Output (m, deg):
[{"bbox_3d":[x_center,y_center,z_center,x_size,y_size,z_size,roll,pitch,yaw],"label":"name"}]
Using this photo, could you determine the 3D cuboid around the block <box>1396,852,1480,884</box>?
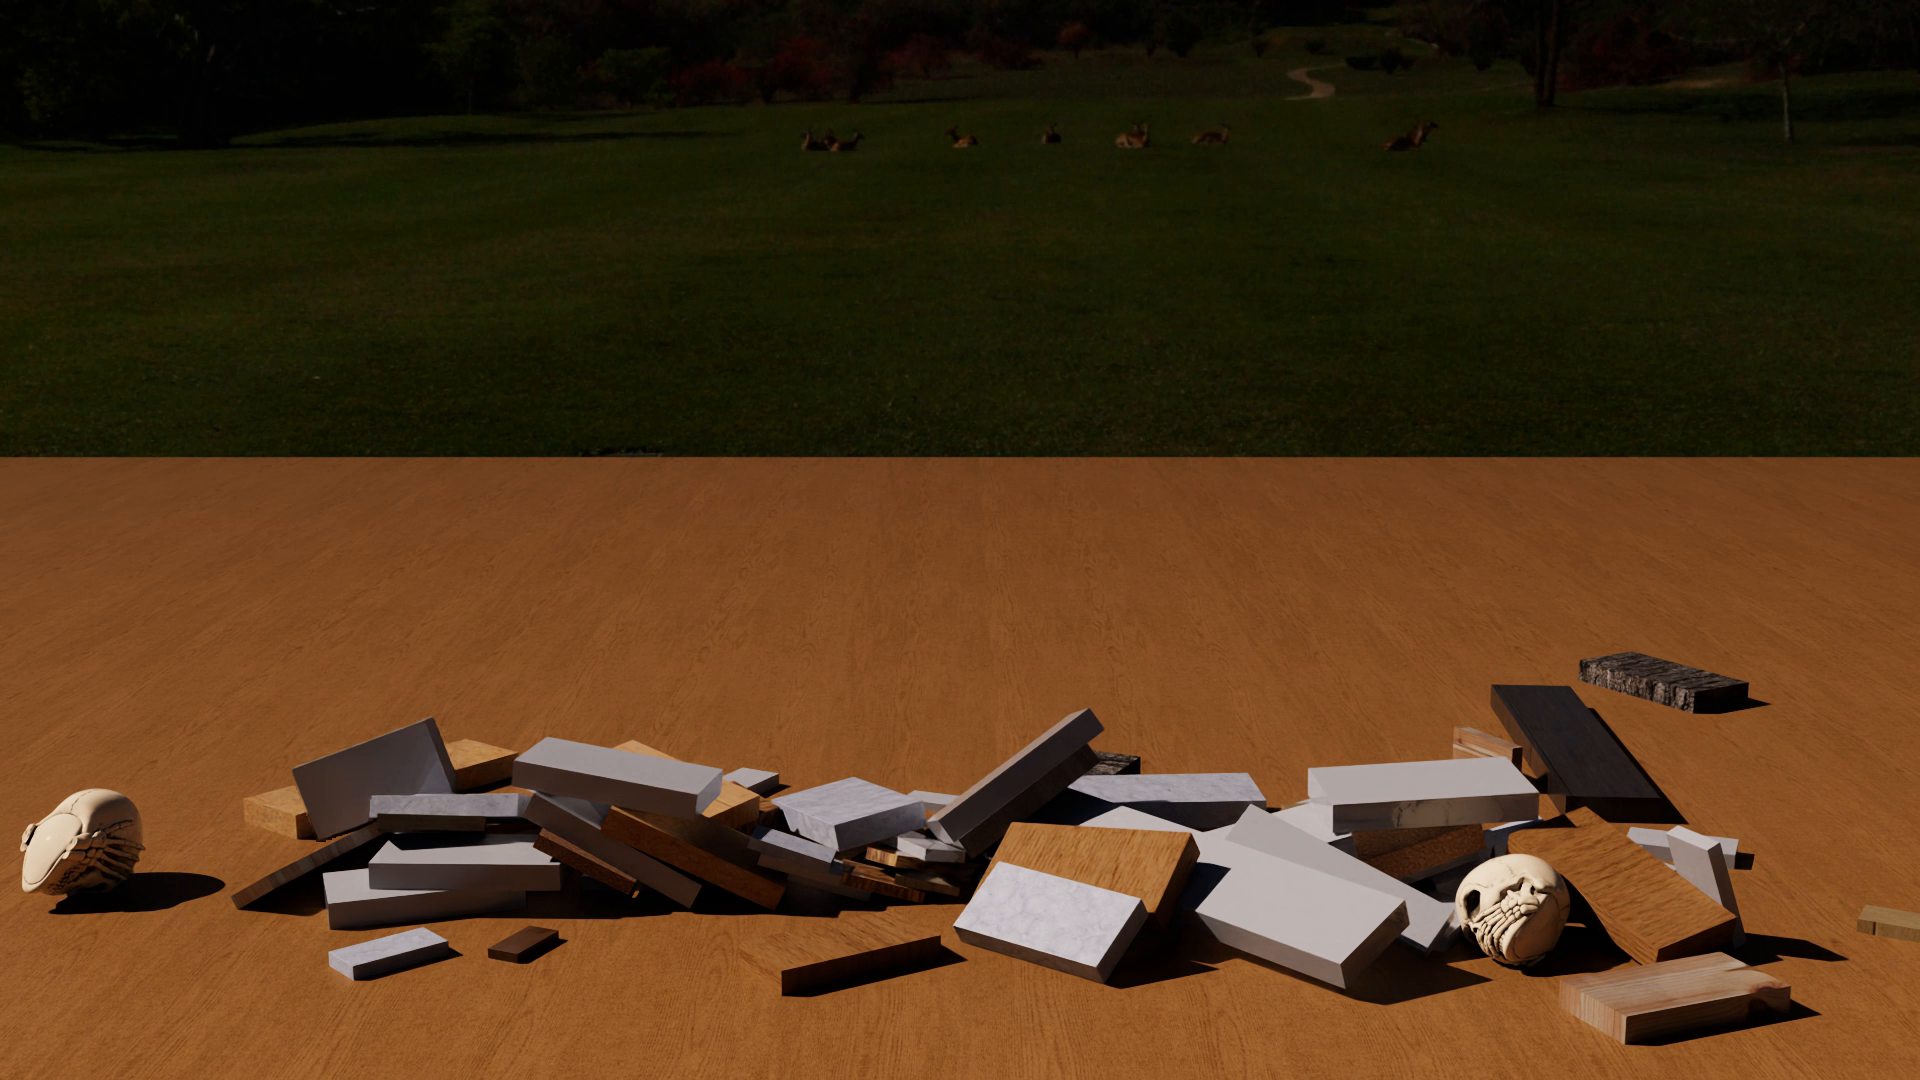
[{"bbox_3d":[0.729,0.535,3.673,0.241,0.034,0.121,-19,16,-8],"label":"block"}]

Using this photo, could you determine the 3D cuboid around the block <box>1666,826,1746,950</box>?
[{"bbox_3d":[1.165,0.542,3.434,0.026,0.184,0.092,-27,20,-18],"label":"block"}]

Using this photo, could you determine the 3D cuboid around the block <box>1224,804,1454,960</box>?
[{"bbox_3d":[0.594,0.537,3.478,0.374,0.025,0.088,26,60,31],"label":"block"}]

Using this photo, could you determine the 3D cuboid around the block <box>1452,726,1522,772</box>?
[{"bbox_3d":[1.031,0.427,4.304,0.025,0.088,0.176,-5,12,-25],"label":"block"}]

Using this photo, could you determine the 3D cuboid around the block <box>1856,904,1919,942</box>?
[{"bbox_3d":[1.514,0.614,3.482,0.163,0.022,0.077,6,12,31],"label":"block"}]

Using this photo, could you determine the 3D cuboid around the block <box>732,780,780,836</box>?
[{"bbox_3d":[-0.471,0.504,3.939,0.269,0.038,0.135,-13,26,-42],"label":"block"}]

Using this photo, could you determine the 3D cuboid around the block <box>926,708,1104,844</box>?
[{"bbox_3d":[0.092,0.403,3.747,0.319,0.045,0.160,-35,-1,-12],"label":"block"}]

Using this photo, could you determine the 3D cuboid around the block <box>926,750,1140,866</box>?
[{"bbox_3d":[0.147,0.489,4.085,0.165,0.047,0.594,5,12,26],"label":"block"}]

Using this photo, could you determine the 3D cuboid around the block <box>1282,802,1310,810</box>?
[{"bbox_3d":[0.722,0.493,3.823,0.293,0.041,0.146,-2,11,-10],"label":"block"}]

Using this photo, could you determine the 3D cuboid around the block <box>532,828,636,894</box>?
[{"bbox_3d":[-0.609,0.518,3.604,0.174,0.025,0.087,28,10,-5],"label":"block"}]

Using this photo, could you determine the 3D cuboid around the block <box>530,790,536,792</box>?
[{"bbox_3d":[-0.766,0.462,4.291,0.170,0.024,0.085,-8,14,-38],"label":"block"}]

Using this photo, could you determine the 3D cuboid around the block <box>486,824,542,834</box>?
[{"bbox_3d":[-0.781,0.493,3.890,0.274,0.023,0.080,-9,14,-39],"label":"block"}]

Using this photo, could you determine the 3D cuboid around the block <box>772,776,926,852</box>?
[{"bbox_3d":[-0.202,0.485,3.915,0.166,0.047,0.332,-13,7,-23],"label":"block"}]

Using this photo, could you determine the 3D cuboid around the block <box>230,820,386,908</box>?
[{"bbox_3d":[-1.073,0.533,3.795,0.087,0.025,0.471,-29,-1,22],"label":"block"}]

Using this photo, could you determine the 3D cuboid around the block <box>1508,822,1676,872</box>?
[{"bbox_3d":[1.055,0.537,3.729,0.096,0.027,0.305,-12,19,-43],"label":"block"}]

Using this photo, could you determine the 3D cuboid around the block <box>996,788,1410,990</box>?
[{"bbox_3d":[0.368,0.540,3.504,0.714,0.047,0.166,13,38,45],"label":"block"}]

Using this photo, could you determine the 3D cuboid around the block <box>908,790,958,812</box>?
[{"bbox_3d":[-0.044,0.494,4.139,0.120,0.017,0.060,4,11,23],"label":"block"}]

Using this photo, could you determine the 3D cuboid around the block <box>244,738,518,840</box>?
[{"bbox_3d":[-1.094,0.469,4.194,0.160,0.045,0.517,8,13,37],"label":"block"}]

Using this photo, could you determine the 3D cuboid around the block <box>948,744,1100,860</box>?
[{"bbox_3d":[0.103,0.446,3.728,0.275,0.039,0.138,-35,-1,-16],"label":"block"}]

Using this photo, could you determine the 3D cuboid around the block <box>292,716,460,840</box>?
[{"bbox_3d":[-1.031,0.421,3.883,0.269,0.135,0.038,-20,3,11],"label":"block"}]

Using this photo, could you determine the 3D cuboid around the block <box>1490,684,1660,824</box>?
[{"bbox_3d":[1.230,0.420,4.451,0.171,0.048,0.832,1,11,4],"label":"block"}]

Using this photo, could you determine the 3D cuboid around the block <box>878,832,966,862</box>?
[{"bbox_3d":[-0.078,0.522,3.777,0.069,0.020,0.335,6,-3,-19],"label":"block"}]

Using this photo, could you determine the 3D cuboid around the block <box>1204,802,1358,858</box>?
[{"bbox_3d":[0.468,0.523,3.628,0.340,0.048,0.170,-16,15,0],"label":"block"}]

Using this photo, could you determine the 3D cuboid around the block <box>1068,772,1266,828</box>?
[{"bbox_3d":[0.363,0.468,3.940,0.341,0.048,0.171,-1,11,-4],"label":"block"}]

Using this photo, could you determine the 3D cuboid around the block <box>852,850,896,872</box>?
[{"bbox_3d":[-0.129,0.558,3.801,0.106,0.015,0.053,6,12,27],"label":"block"}]

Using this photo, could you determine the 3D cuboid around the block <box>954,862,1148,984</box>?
[{"bbox_3d":[0.139,0.587,3.391,0.275,0.039,0.138,9,46,39],"label":"block"}]

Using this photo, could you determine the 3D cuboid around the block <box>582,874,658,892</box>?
[{"bbox_3d":[-0.552,0.569,3.720,0.159,0.023,0.080,1,11,4],"label":"block"}]

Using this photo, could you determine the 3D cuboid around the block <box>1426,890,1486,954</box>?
[{"bbox_3d":[0.762,0.607,3.505,0.096,0.027,0.192,6,12,31],"label":"block"}]

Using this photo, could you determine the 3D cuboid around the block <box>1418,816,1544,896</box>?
[{"bbox_3d":[0.888,0.534,3.691,0.241,0.034,0.121,-14,21,-8],"label":"block"}]

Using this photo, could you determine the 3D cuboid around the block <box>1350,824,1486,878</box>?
[{"bbox_3d":[0.678,0.512,3.651,0.340,0.048,0.170,-18,16,-5],"label":"block"}]

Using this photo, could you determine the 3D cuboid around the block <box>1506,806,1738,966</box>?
[{"bbox_3d":[1.038,0.547,3.470,0.165,0.047,0.329,-14,32,-26],"label":"block"}]

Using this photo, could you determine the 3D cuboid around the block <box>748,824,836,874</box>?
[{"bbox_3d":[-0.276,0.508,3.617,0.139,0.020,0.069,18,11,2],"label":"block"}]
